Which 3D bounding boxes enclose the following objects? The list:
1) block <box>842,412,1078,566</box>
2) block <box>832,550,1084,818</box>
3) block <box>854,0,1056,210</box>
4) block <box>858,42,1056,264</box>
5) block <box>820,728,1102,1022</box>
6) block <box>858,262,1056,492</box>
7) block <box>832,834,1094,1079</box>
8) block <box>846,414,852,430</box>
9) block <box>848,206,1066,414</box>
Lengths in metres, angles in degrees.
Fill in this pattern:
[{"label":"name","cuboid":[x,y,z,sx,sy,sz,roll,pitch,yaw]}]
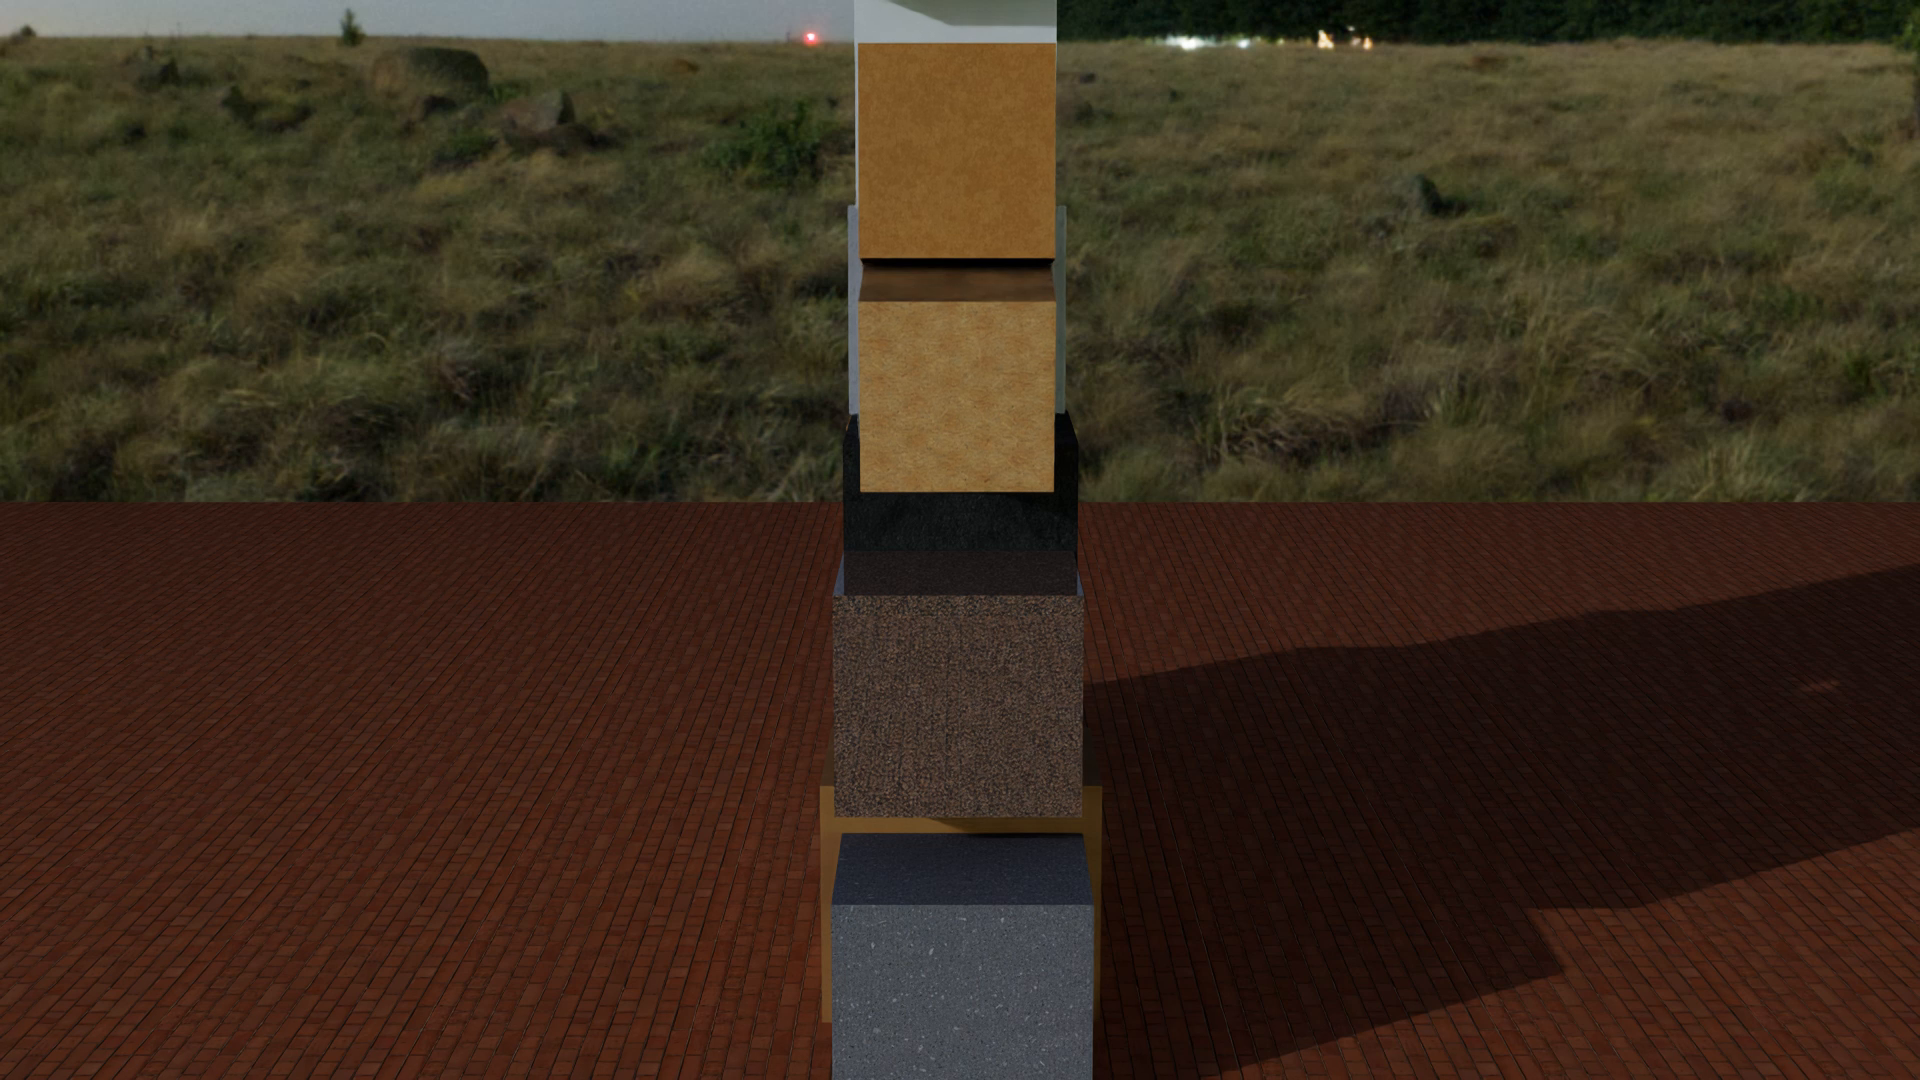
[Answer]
[{"label":"block","cuboid":[0.002,0.097,10.252,0.890,1.109,0.949,0,10,0]},{"label":"block","cuboid":[-0.006,0.510,9.401,0.874,0.799,0.852,0,10,0]},{"label":"block","cuboid":[-0.017,-1.807,10.511,0.792,0.837,0.769,0,12,0]},{"label":"block","cuboid":[-0.011,-1.441,9.719,0.717,0.778,0.769,0,4,0]},{"label":"block","cuboid":[0.004,1.280,9.960,1.041,0.917,0.863,0,10,0]},{"label":"block","cuboid":[-0.010,-0.600,9.305,0.687,0.691,0.633,0,19,0]},{"label":"block","cuboid":[0.009,1.521,9.133,0.888,0.739,0.831,0,10,0]},{"label":"block","cuboid":[-0.009,-0.090,12.027,0.996,1.018,0.979,0,9,0]},{"label":"block","cuboid":[-0.012,-0.988,10.889,0.884,0.841,0.907,0,7,0]}]
